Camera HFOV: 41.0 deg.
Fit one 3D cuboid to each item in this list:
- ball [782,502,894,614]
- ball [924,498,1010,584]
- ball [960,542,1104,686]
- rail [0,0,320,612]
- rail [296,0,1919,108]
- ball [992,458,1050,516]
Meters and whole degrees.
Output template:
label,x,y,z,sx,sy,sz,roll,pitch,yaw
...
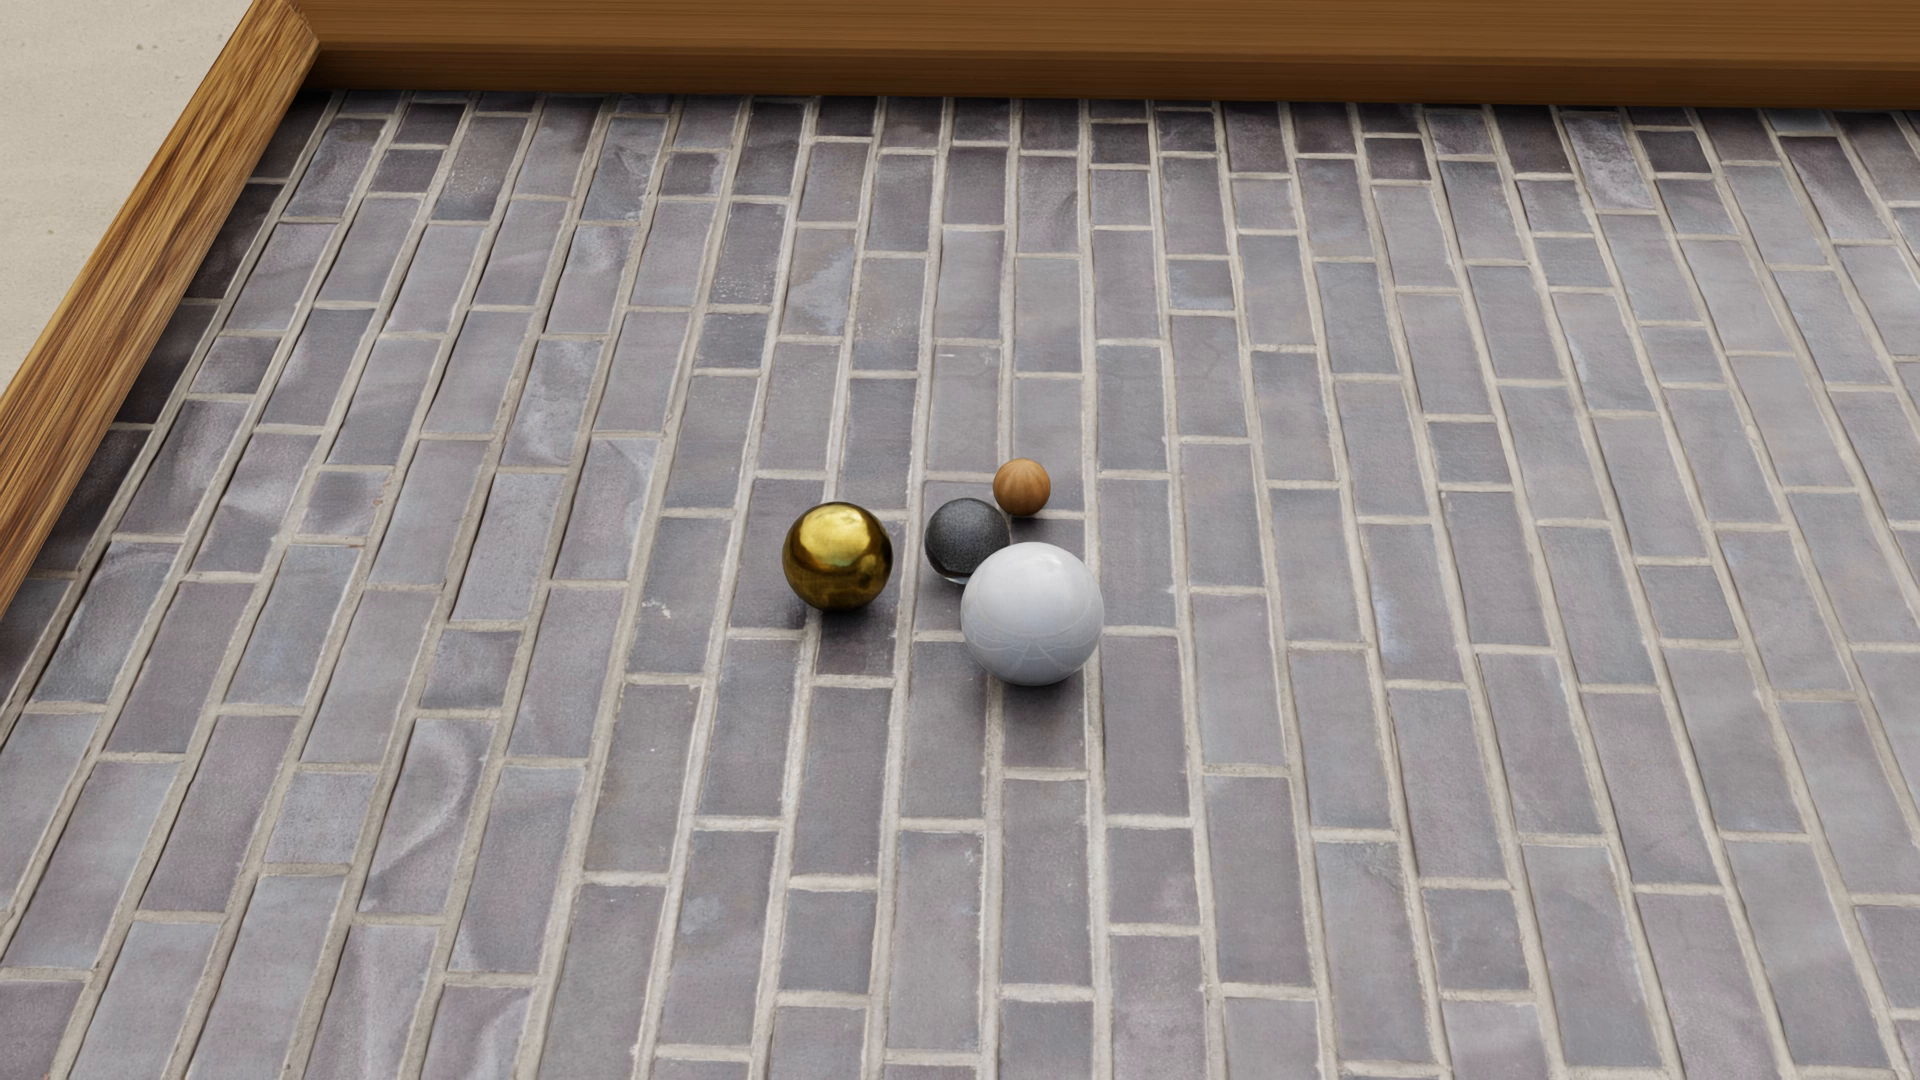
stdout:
label,x,y,z,sx,sy,sz,roll,pitch,yaw
ball,-0.087,0.012,1.834,0.080,0.080,0.080,0,35,0
ball,0.005,0.001,1.865,0.063,0.063,0.063,0,35,0
ball,0.050,0.051,1.762,0.099,0.099,0.099,0,35,0
rail,-0.667,-0.036,1.859,0.045,0.129,1.640,1,35,1
rail,0.716,-0.469,2.476,2.765,0.129,0.045,1,35,1
ball,0.047,-0.040,1.940,0.044,0.044,0.044,0,35,0
